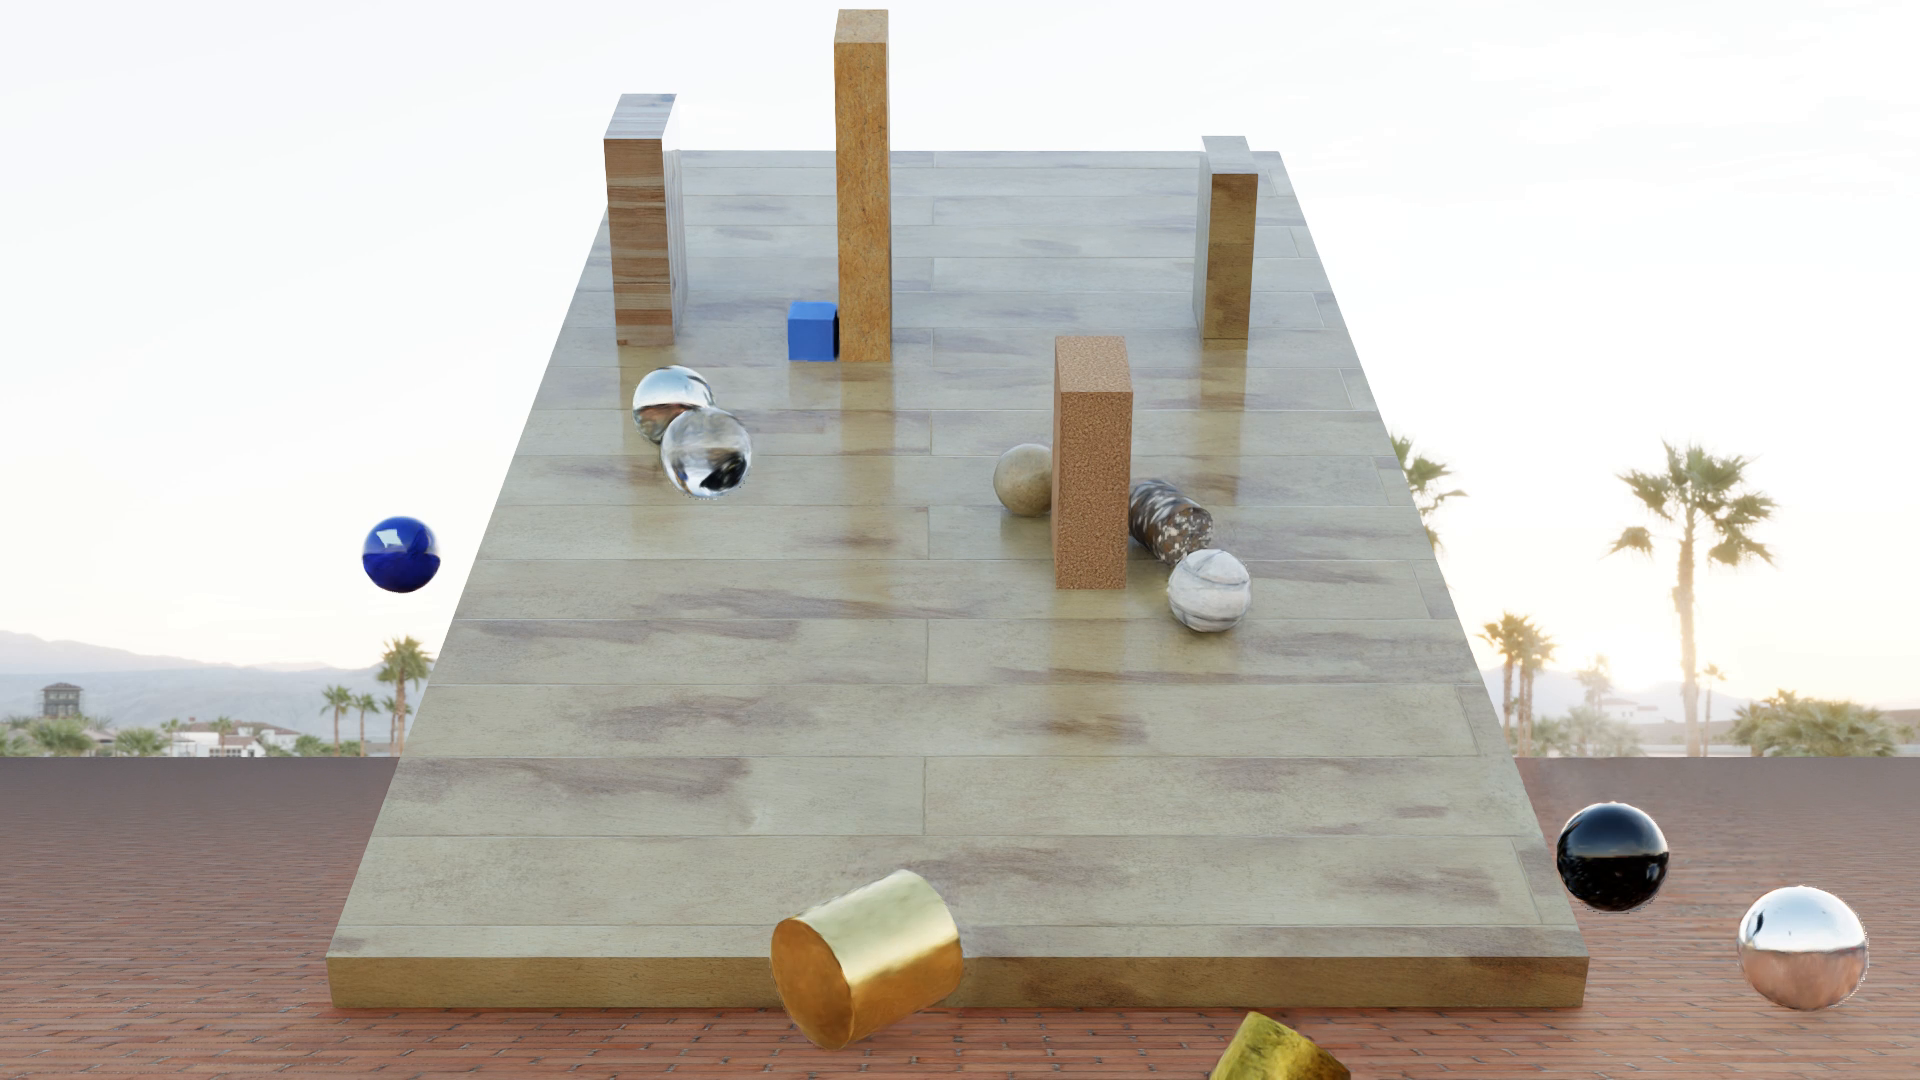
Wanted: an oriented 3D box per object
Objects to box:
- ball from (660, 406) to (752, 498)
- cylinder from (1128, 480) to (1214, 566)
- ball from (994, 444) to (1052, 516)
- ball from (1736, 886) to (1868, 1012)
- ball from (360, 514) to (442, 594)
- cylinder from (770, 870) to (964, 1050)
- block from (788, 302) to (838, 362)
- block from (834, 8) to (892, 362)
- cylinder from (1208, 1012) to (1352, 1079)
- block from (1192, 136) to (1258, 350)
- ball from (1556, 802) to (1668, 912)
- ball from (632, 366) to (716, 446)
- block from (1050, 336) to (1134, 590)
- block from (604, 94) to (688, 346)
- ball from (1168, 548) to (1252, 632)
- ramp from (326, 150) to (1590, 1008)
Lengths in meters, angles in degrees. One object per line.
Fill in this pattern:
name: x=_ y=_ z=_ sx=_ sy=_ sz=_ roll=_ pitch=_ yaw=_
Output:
ball: x=-0.551 y=-0.191 z=5.173 sx=0.198 sy=0.198 sz=0.198 roll=0 pitch=-5 yaw=0
cylinder: x=0.431 y=-0.036 z=4.943 sx=0.137 sy=0.137 sz=0.137 roll=3 pitch=24 yaw=-34
ball: x=0.149 y=-0.129 z=5.103 sx=0.157 sy=0.157 sz=0.157 roll=0 pitch=-5 yaw=0
ball: x=1.333 y=0.647 z=3.770 sx=0.195 sy=0.195 sz=0.195 roll=0 pitch=-5 yaw=0
ball: x=-1.401 y=0.036 z=5.972 sx=0.199 sy=0.199 sz=0.199 roll=0 pitch=-5 yaw=0
cylinder: x=-0.128 y=0.574 z=3.264 sx=0.189 sy=0.189 sz=0.189 roll=-19 pitch=7 yaw=-36
block: x=-0.363 y=-0.514 z=5.883 sx=0.112 sy=0.112 sz=0.112 roll=2 pitch=28 yaw=3
block: x=-0.233 y=-0.861 z=5.806 sx=0.121 sy=0.799 sz=0.292 roll=0 pitch=28 yaw=0
cylinder: x=0.284 y=0.509 z=2.182 sx=0.109 sy=0.109 sz=0.109 roll=32 pitch=-13 yaw=8
block: x=0.660 y=-0.745 z=5.955 sx=0.111 sy=0.460 sz=0.293 roll=0 pitch=28 yaw=0
ball: x=1.064 y=0.518 z=3.886 sx=0.178 sy=0.178 sz=0.178 roll=0 pitch=-5 yaw=0
ball: x=-0.648 y=-0.302 z=5.395 sx=0.187 sy=0.187 sz=0.187 roll=0 pitch=-5 yaw=0
block: x=0.266 y=-0.159 z=4.857 sx=0.141 sy=0.439 sz=0.281 roll=0 pitch=28 yaw=0
block: x=-0.786 y=-0.809 z=5.986 sx=0.141 sy=0.536 sz=0.366 roll=0 pitch=28 yaw=0
ball: x=0.489 y=0.099 z=4.661 sx=0.164 sy=0.164 sz=0.164 roll=0 pitch=-5 yaw=0
ramp: x=-0.011 y=-0.224 z=5.560 sx=2.000 sy=0.100 sz=4.000 roll=0 pitch=28 yaw=0
